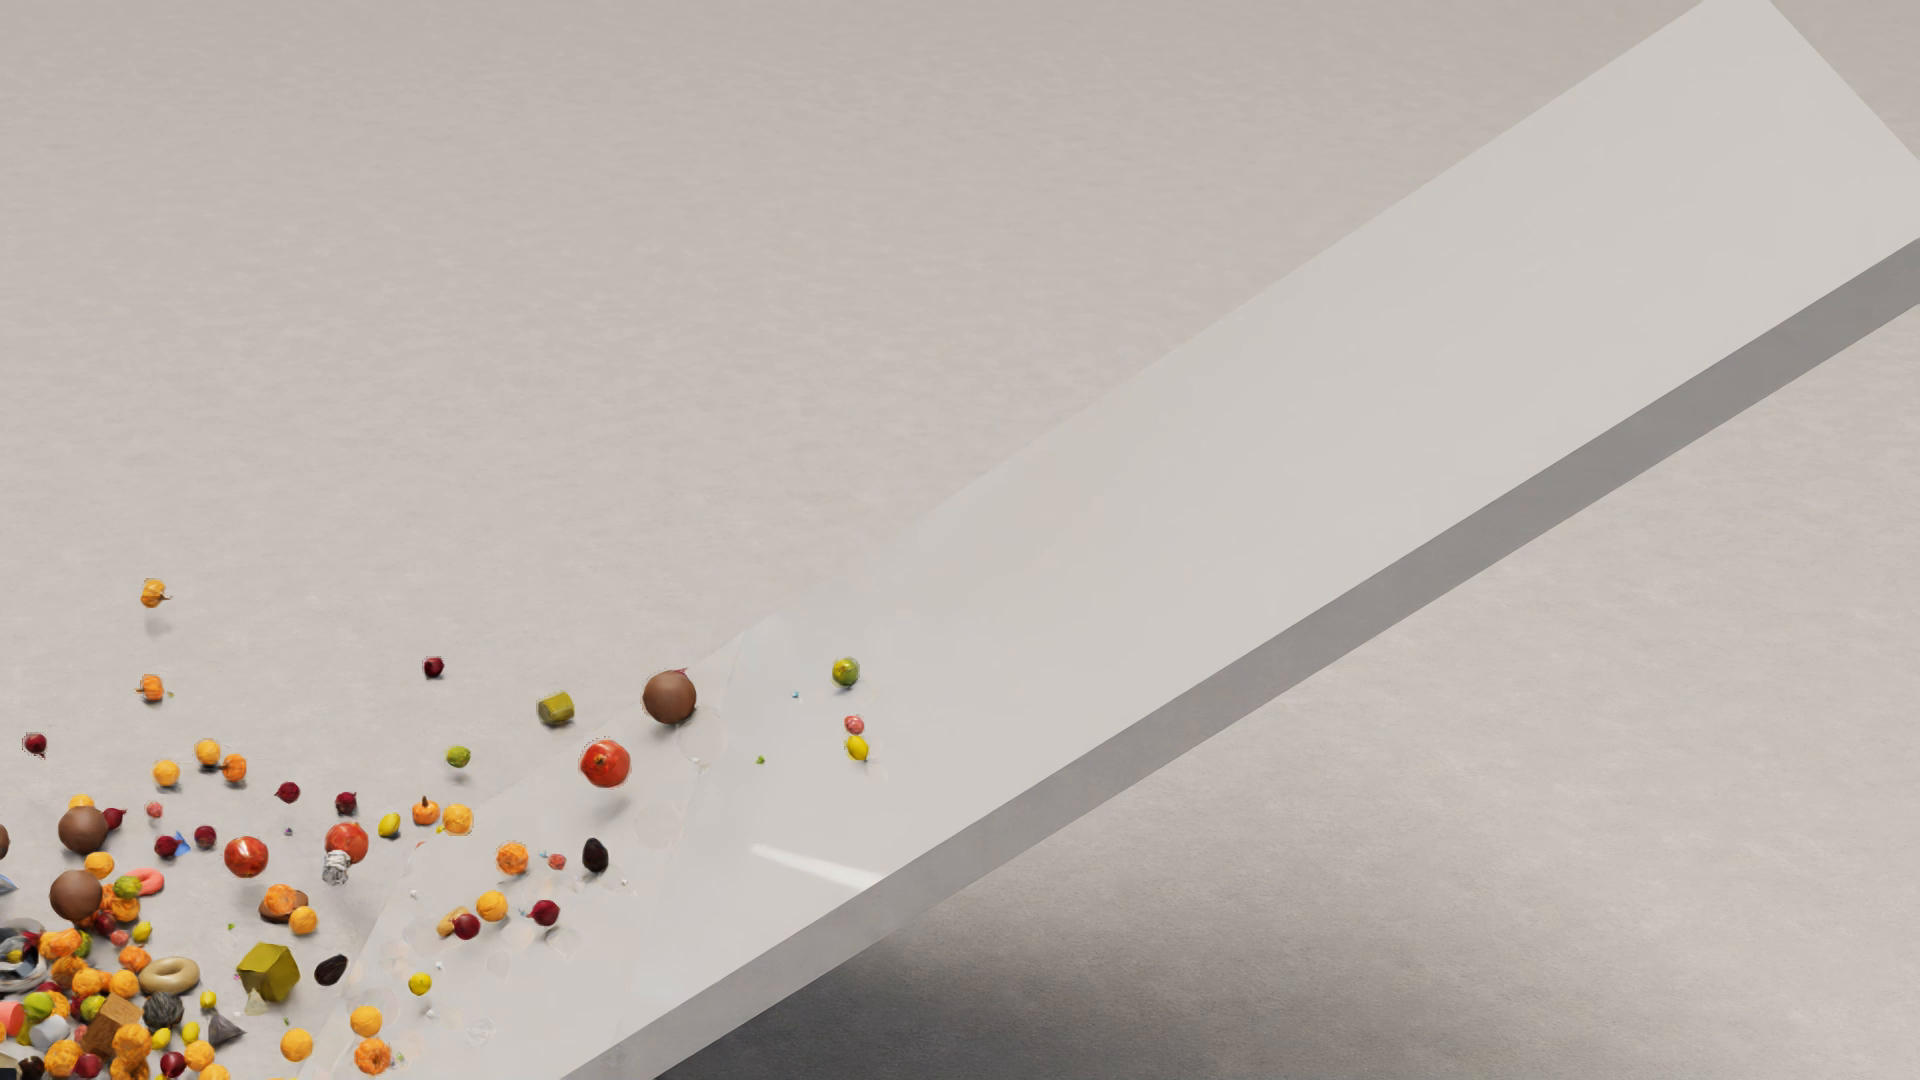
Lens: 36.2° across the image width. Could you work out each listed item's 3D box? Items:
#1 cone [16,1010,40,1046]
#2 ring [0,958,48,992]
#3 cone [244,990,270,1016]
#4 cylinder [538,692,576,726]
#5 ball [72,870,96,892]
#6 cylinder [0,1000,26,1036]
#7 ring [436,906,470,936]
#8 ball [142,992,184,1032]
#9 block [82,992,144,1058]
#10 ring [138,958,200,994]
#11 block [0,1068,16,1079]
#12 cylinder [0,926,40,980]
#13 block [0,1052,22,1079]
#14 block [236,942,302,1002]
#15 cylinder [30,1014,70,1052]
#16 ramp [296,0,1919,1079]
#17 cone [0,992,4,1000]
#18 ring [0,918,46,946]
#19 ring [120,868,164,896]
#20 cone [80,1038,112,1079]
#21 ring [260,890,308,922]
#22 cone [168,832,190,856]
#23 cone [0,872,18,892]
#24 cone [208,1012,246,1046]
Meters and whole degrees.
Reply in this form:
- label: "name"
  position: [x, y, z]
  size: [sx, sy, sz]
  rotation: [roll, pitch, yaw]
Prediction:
- label: "cone"
  position: [-2.224, 1.156, 7.034]
  size: [0.077, 0.077, 0.077]
  rotation: [0, 22, 0]
- label: "ring"
  position: [-2.334, 1.072, 7.286]
  size: [0.140, 0.047, 0.140]
  rotation: [0, 23, 0]
- label: "cone"
  position: [-1.715, 1.116, 7.154]
  size: [0.061, 0.061, 0.061]
  rotation: [-2, 23, 1]
- label: "cylinder"
  position: [-1.187, 0.498, 8.656]
  size: [0.079, 0.079, 0.079]
  rotation: [-21, 29, -32]
- label: "ball"
  position: [-2.299, 0.894, 7.712]
  size: [0.061, 0.061, 0.061]
  rotation: [0, 22, 0]
- label: "cylinder"
  position: [-2.297, 1.146, 7.058]
  size: [0.077, 0.077, 0.077]
  rotation: [9, 23, 10]
- label: "ring"
  position: [-1.193, 0.898, 6.923]
  size: [0.089, 0.030, 0.089]
  rotation: [-35, 14, 10]
- label: "ball"
  position: [-1.915, 1.133, 7.066]
  size: [0.097, 0.097, 0.097]
  rotation: [0, 22, 0]
- label: "block"
  position: [-1.984, 1.135, 6.889]
  size: [0.090, 0.090, 0.090]
  rotation: [34, 20, -11]
- label: "ring"
  position: [-1.954, 1.077, 7.268]
  size: [0.149, 0.050, 0.149]
  rotation: [-2, 19, 1]
- label: "block"
  position: [-2.205, 1.270, 6.696]
  size: [0.098, 0.098, 0.098]
  rotation: [4, 22, -19]
- label: "cylinder"
  position: [-2.333, 1.016, 7.234]
  size: [0.098, 0.098, 0.098]
  rotation: [-18, 29, -37]
- label: "block"
  position: [-2.226, 1.236, 6.786]
  size: [0.081, 0.081, 0.081]
  rotation: [29, 4, -32]
- label: "block"
  position: [-1.690, 1.056, 7.191]
  size: [0.096, 0.096, 0.096]
  rotation: [4, 35, 29]
- label: "cylinder"
  position: [-2.168, 1.175, 7.004]
  size: [0.066, 0.066, 0.066]
  rotation: [13, 25, 29]
- label: "ramp"
  position: [0.133, 0.176, 6.312]
  size: [4.000, 0.100, 2.000]
  rotation: [-33, 16, 16]
- label: "cone"
  position: [-2.371, 1.129, 7.168]
  size: [0.060, 0.060, 0.060]
  rotation: [6, 49, 15]
- label: "ring"
  position: [-2.390, 1.004, 7.457]
  size: [0.139, 0.046, 0.139]
  rotation: [-1, 21, 1]
- label: "ring"
  position: [-2.151, 0.899, 7.730]
  size: [0.114, 0.038, 0.114]
  rotation: [0, 23, 0]
- label: "cone"
  position: [-2.043, 1.229, 6.897]
  size: [0.088, 0.088, 0.088]
  rotation: [7, 54, 18]
- label: "ring"
  position: [-1.747, 0.944, 7.604]
  size: [0.128, 0.043, 0.128]
  rotation: [-5, 21, 2]
- label: "cone"
  position: [-2.105, 0.809, 7.925]
  size: [0.060, 0.060, 0.060]
  rotation: [0, 22, 0]
- label: "cone"
  position: [-2.513, 0.903, 7.717]
  size: [0.087, 0.087, 0.087]
  rotation: [21, 15, -21]
- label: "cone"
  position: [-1.745, 1.173, 7.027]
  size: [0.082, 0.082, 0.082]
  rotation: [12, 15, -26]
